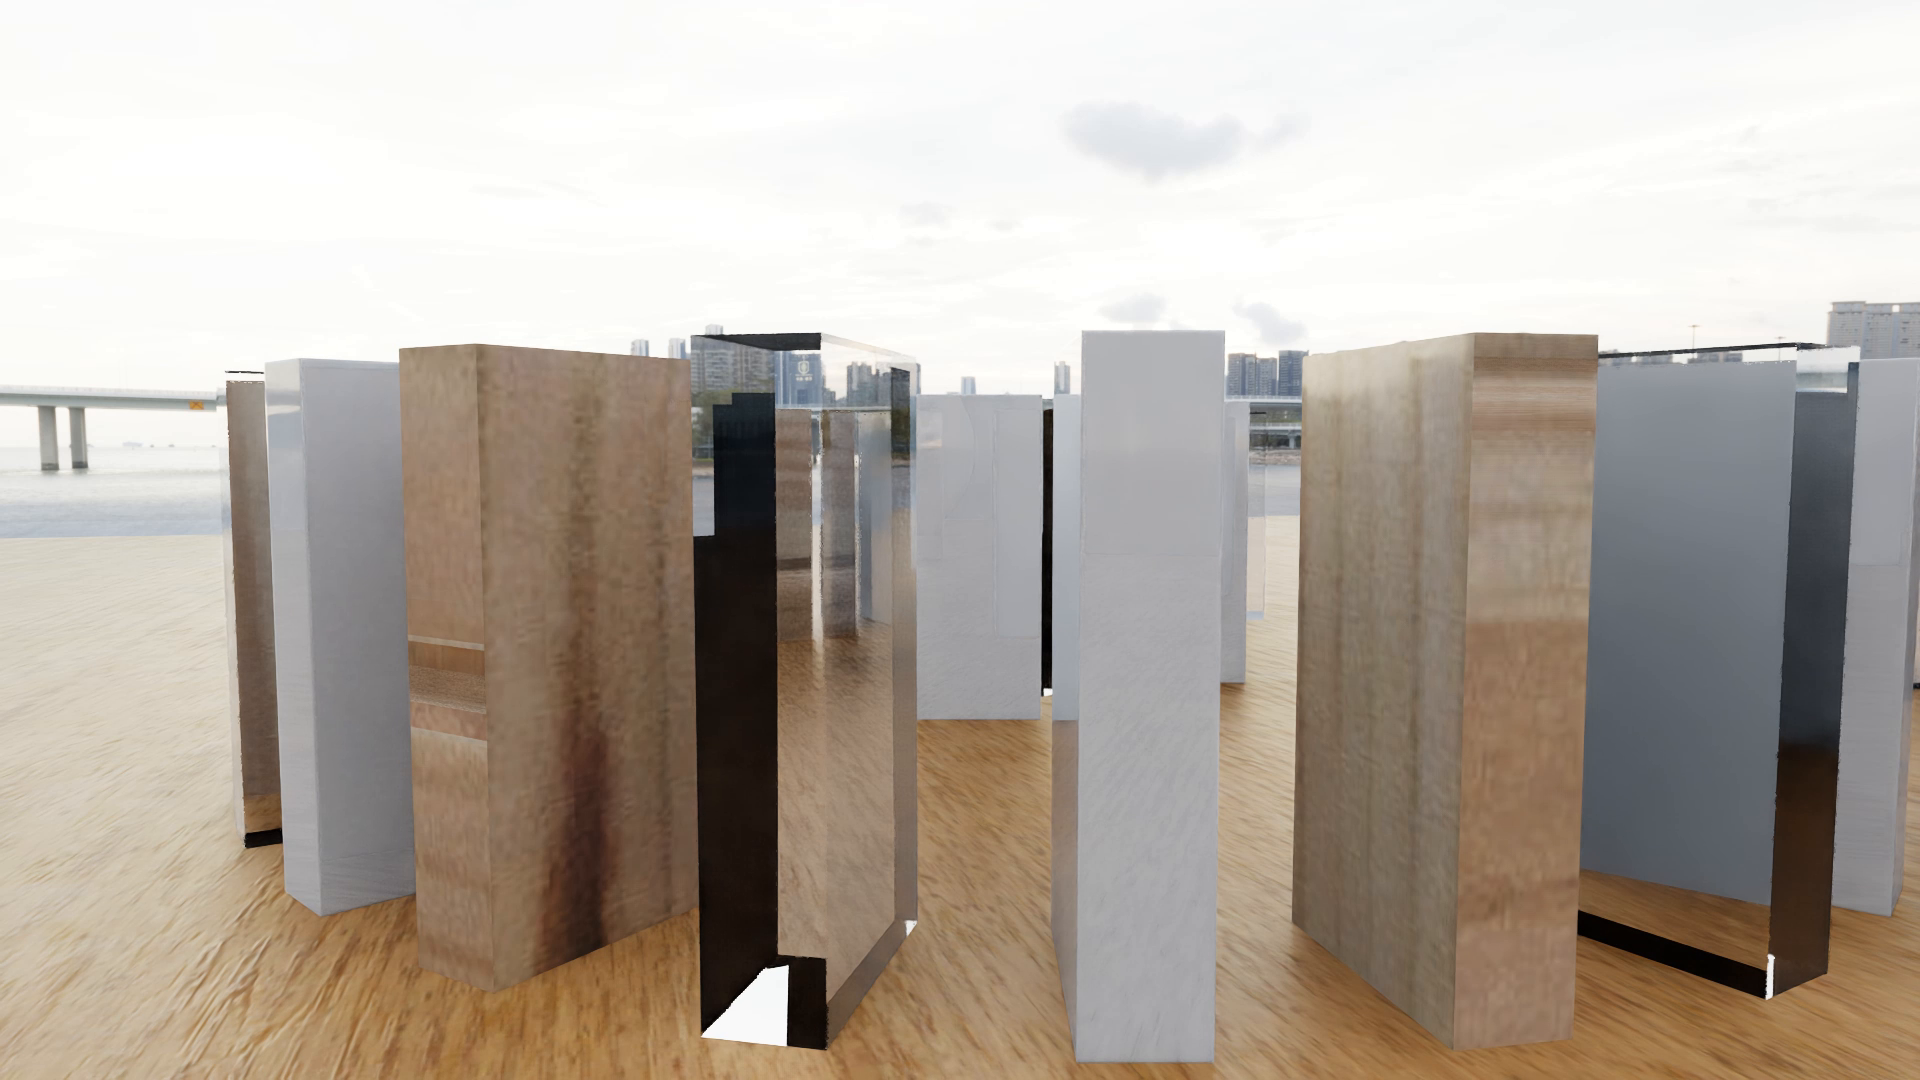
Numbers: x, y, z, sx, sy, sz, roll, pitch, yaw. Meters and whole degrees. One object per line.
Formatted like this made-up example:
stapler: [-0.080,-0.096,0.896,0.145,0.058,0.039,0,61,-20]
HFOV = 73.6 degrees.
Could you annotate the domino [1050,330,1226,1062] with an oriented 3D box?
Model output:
domino: [0.013,0.010,0.099,0.009,0.050,0.025,0,4,0]

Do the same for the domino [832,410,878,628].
domino: [-0.021,-0.006,0.308,0.010,0.050,0.025,-2,5,-29]

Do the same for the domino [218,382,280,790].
domino: [-0.079,0.005,0.165,0.025,0.050,0.010,-2,5,-22]

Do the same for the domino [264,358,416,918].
domino: [-0.052,0.008,0.126,0.010,0.050,0.025,4,6,45]

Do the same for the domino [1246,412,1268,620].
domino: [0.072,-0.007,0.321,0.010,0.050,0.025,1,4,15]

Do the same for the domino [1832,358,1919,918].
domino: [0.077,0.008,0.125,0.025,0.050,0.010,4,6,41]

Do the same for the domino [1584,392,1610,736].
domino: [0.097,0.003,0.192,0.025,0.050,0.009,-1,4,-13]

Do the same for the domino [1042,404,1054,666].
domino: [0.025,0.000,0.237,0.009,0.050,0.025,-2,5,-23]

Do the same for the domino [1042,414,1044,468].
domino: [0.024,-0.007,0.325,0.010,0.050,0.025,-1,4,-9]

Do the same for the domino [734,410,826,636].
domino: [-0.042,-0.005,0.295,0.009,0.050,0.025,-3,5,-37]

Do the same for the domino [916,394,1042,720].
domino: [0.000,0.002,0.201,0.025,0.050,0.009,0,4,0]

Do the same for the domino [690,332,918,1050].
domino: [-0.011,0.010,0.101,0.010,0.050,0.025,1,4,13]

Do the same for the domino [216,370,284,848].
domino: [-0.068,0.007,0.144,0.025,0.050,0.009,-3,5,-35]

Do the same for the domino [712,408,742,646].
domino: [-0.059,-0.003,0.279,0.025,0.050,0.010,4,6,41]

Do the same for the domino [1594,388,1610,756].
domino: [0.099,0.005,0.168,0.025,0.050,0.010,0,4,5]

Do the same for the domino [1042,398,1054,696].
domino: [0.005,0.001,0.224,0.025,0.050,0.010,4,6,42]

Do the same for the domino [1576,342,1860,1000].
domino: [0.059,0.009,0.110,0.009,0.050,0.025,-3,5,-32]

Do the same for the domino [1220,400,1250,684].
domino: [0.049,0.000,0.239,0.010,0.050,0.025,1,4,12]

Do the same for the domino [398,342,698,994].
domino: [-0.033,0.009,0.111,0.010,0.050,0.025,3,5,33]

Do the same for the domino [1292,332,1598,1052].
domino: [0.037,0.010,0.101,0.010,0.050,0.025,-1,4,-12]

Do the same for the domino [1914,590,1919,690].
domino: [0.174,0.000,0.229,0.025,0.050,0.009,-2,5,-20]
